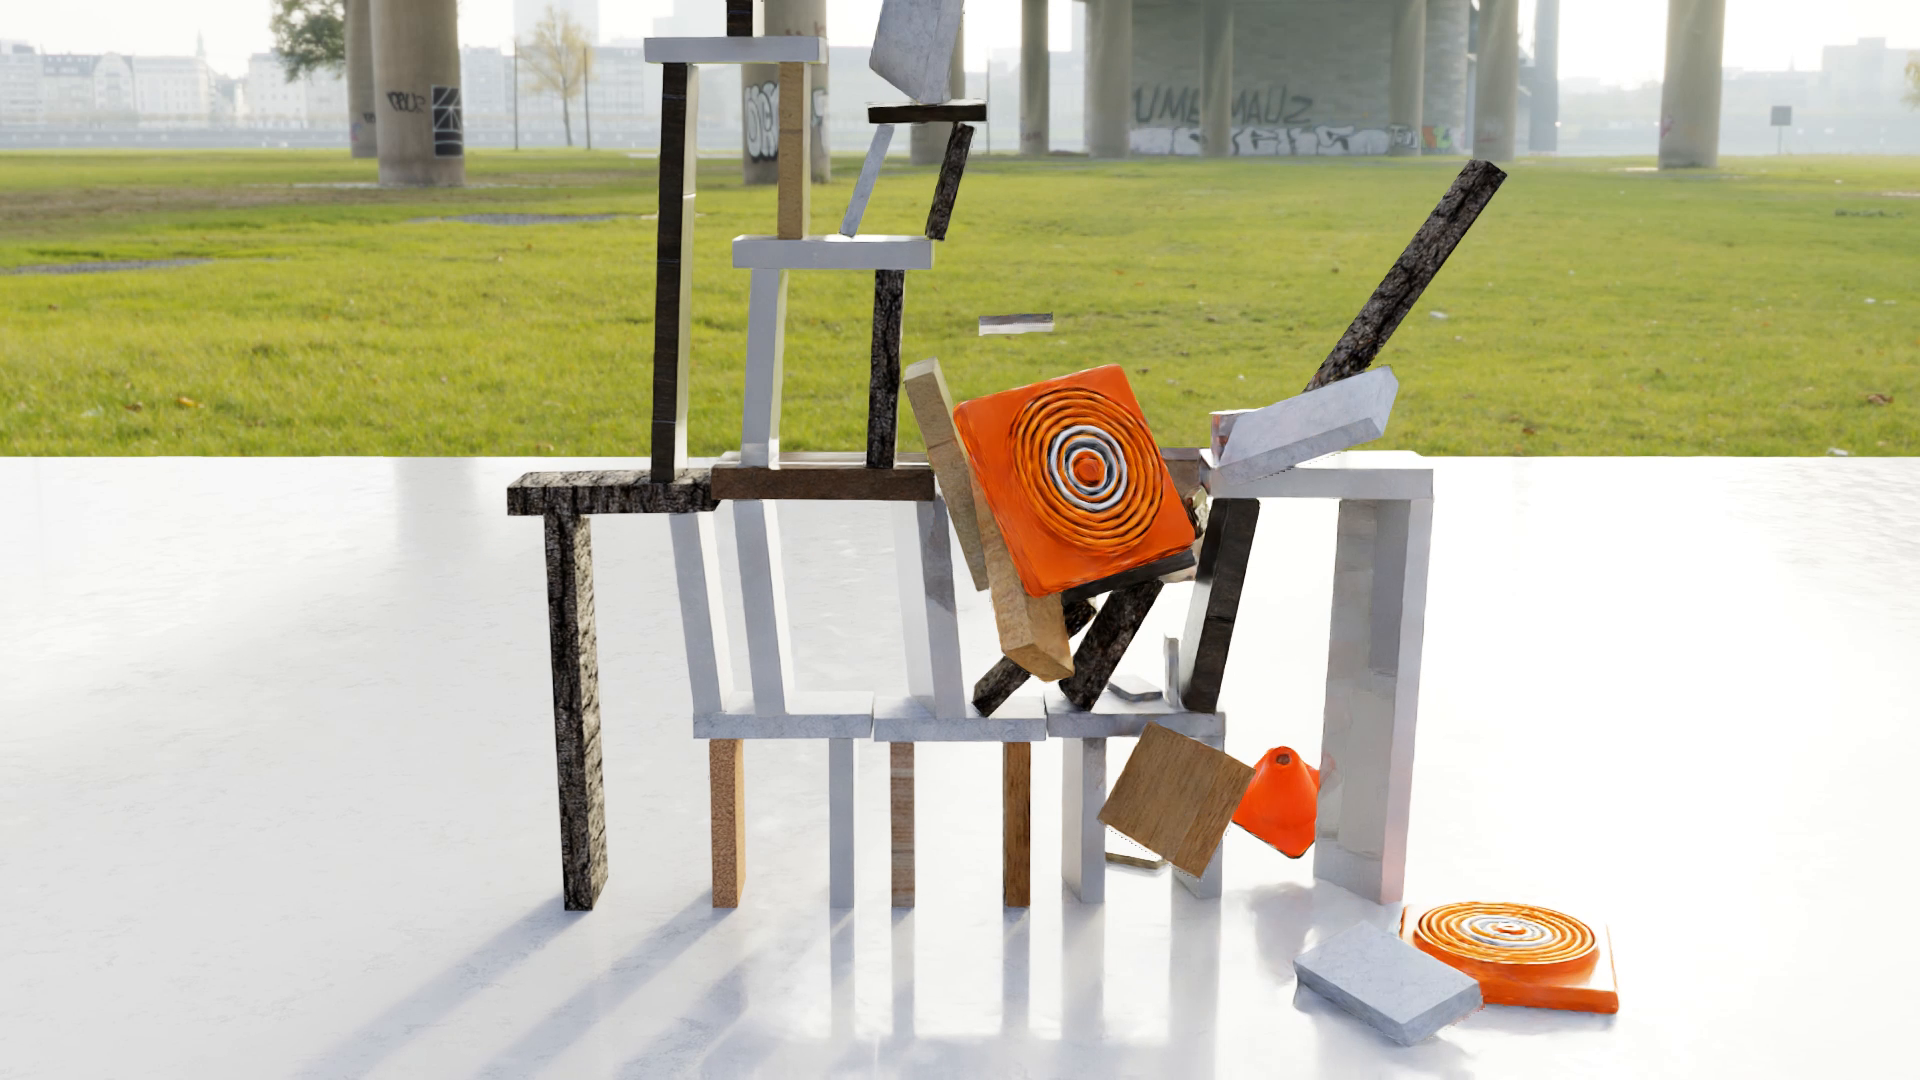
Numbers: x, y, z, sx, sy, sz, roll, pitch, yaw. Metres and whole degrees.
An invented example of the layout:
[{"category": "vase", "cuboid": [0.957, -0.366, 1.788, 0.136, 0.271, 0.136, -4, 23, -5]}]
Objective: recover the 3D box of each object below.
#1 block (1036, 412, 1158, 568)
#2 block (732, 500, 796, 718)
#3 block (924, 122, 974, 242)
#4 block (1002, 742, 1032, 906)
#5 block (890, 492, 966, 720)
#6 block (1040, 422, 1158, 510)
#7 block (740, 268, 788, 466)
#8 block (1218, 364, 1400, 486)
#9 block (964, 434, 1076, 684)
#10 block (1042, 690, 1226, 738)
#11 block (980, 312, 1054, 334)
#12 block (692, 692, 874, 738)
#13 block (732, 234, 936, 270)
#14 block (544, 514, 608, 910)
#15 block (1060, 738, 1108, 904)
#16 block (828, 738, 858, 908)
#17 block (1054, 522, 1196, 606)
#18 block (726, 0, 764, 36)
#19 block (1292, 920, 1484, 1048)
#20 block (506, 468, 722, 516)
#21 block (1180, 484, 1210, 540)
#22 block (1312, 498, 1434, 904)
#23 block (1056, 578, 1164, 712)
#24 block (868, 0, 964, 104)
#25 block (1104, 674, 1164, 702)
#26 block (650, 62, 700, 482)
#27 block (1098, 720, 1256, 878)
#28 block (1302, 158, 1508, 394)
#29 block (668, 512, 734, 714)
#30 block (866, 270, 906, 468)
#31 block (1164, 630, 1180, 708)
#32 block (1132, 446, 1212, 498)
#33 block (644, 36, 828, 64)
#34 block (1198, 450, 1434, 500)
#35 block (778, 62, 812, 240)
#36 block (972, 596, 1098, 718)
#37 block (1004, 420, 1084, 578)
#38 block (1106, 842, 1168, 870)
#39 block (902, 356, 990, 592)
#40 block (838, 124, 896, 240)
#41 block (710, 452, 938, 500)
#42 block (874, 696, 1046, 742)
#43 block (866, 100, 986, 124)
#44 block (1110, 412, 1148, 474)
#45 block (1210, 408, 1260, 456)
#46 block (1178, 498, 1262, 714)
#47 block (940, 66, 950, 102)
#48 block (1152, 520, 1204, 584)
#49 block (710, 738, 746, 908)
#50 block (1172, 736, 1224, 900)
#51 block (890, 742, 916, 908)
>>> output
[{"category": "block", "cuboid": [0.217, -0.081, 3.471, 0.115, 0.230, 0.033, -15, -14, -22]}, {"category": "block", "cuboid": [-0.317, 0.095, 3.570, 0.050, 0.351, 0.175, -5, 11, 1]}, {"category": "block", "cuboid": [-0.017, -0.558, 3.420, 0.026, 0.181, 0.090, 14, 10, -8]}, {"category": "block", "cuboid": [0.094, 0.451, 3.651, 0.040, 0.280, 0.140, 0, 11, -2]}, {"category": "block", "cuboid": [-0.054, 0.096, 3.588, 0.050, 0.359, 0.175, -9, 12, -15]}, {"category": "block", "cuboid": [0.200, -0.091, 3.669, 0.230, 0.115, 0.033, 33, -8, 22]}, {"category": "block", "cuboid": [-0.311, -0.282, 3.501, 0.044, 0.308, 0.154, 4, 11, 0]}, {"category": "block", "cuboid": [0.534, -0.175, 3.378, 0.270, 0.038, 0.135, -19, 29, 36]}, {"category": "block", "cuboid": [0.093, 0.030, 3.427, 0.050, 0.354, 0.177, -19, -26, 19]}, {"category": "block", "cuboid": [0.284, 0.285, 3.619, 0.288, 0.041, 0.144, 0, 11, -1]}, {"category": "block", "cuboid": [0.090, -0.347, 3.531, 0.118, 0.017, 0.059, -3, -8, 0]}, {"category": "block", "cuboid": [-0.288, 0.287, 3.614, 0.287, 0.041, 0.144, 0, 11, 0]}, {"category": "block", "cuboid": [-0.196, -0.454, 3.466, 0.308, 0.044, 0.154, 1, 11, 1]}, {"category": "block", "cuboid": [-0.628, 0.268, 3.609, 0.046, 0.654, 0.163, -1, 11, 0]}, {"category": "block", "cuboid": [0.206, 0.443, 3.671, 0.041, 0.288, 0.144, -2, 11, -11]}, {"category": "block", "cuboid": [-0.192, 0.448, 3.646, 0.041, 0.287, 0.144, 0, 11, 0]}, {"category": "block", "cuboid": [0.253, 0.040, 3.547, 0.241, 0.034, 0.121, -17, 19, 4]}, {"category": "block", "cuboid": [-0.330, -0.921, 3.379, 0.041, 0.290, 0.145, 1, 11, 2]}, {"category": "block", "cuboid": [0.617, 0.640, 3.189, 0.135, 0.038, 0.270, -23, 19, -21]}, {"category": "block", "cuboid": [-0.552, -0.078, 3.549, 0.326, 0.046, 0.163, -1, 11, 1]}, {"category": "block", "cuboid": [0.392, -0.047, 3.654, 0.020, 0.069, 0.138, -8, 9, 16]}, {"category": "block", "cuboid": [0.682, 0.248, 3.642, 0.050, 0.680, 0.175, -3, 11, -30]}, {"category": "block", "cuboid": [0.245, 0.155, 3.590, 0.034, 0.241, 0.121, 29, 5, -14]}, {"category": "block", "cuboid": [-0.043, -0.868, 3.306, 0.041, 0.389, 0.145, -8, 36, -36]}, {"category": "block", "cuboid": [0.287, 0.247, 3.665, 0.058, 0.016, 0.116, -5, 13, -21]}, {"category": "block", "cuboid": [-0.452, -0.423, 3.484, 0.038, 0.648, 0.134, 3, 11, 0]}, {"category": "block", "cuboid": [0.323, 0.388, 3.338, 0.050, 0.177, 0.354, 29, -4, -14]}, {"category": "block", "cuboid": [0.673, -0.363, 3.490, 0.038, 0.548, 0.135, 34, 10, -5]}, {"category": "block", "cuboid": [-0.419, 0.104, 3.578, 0.046, 0.326, 0.163, -6, 10, 2]}, {"category": "block", "cuboid": [-0.117, -0.280, 3.496, 0.044, 0.308, 0.154, 3, 11, 0]}, {"category": "block", "cuboid": [0.346, 0.209, 3.595, 0.016, 0.116, 0.058, -3, 11, -2]}, {"category": "block", "cuboid": [0.373, -0.118, 3.835, 0.204, 0.102, 0.029, -1, 52, -21]}, {"category": "block", "cuboid": [-0.346, -0.760, 3.414, 0.268, 0.038, 0.134, 0, 11, 2]}, {"category": "block", "cuboid": [0.570, -0.106, 3.542, 0.351, 0.050, 0.175, 0, 11, 0]}, {"category": "block", "cuboid": [-0.258, -0.609, 3.442, 0.038, 0.268, 0.134, 2, 11, 1]}, {"category": "block", "cuboid": [0.122, 0.179, 3.587, 0.250, 0.034, 0.121, -44, 6, 9]}, {"category": "block", "cuboid": [0.141, -0.067, 3.516, 0.033, 0.230, 0.115, -19, 12, 20]}, {"category": "block", "cuboid": [0.303, 0.550, 3.838, 0.116, 0.016, 0.058, 6, 12, 31]}, {"category": "block", "cuboid": [-0.006, -0.108, 3.503, 0.050, 0.354, 0.177, -18, 12, 5]}, {"category": "block", "cuboid": [-0.145, -0.564, 3.431, 0.026, 0.181, 0.090, 20, 15, -6]}, {"category": "block", "cuboid": [-0.212, -0.104, 3.530, 0.351, 0.050, 0.175, 0, 11, 1]}, {"category": "block", "cuboid": [-0.001, 0.294, 3.620, 0.280, 0.040, 0.140, 0, 11, -1]}, {"category": "block", "cuboid": [-0.053, -0.663, 3.403, 0.181, 0.026, 0.090, -2, 16, -4]}, {"category": "block", "cuboid": [0.245, -0.092, 3.745, 0.029, 0.250, 0.102, 28, -20, -26]}, {"category": "block", "cuboid": [0.471, -0.178, 3.597, 0.138, 0.069, 0.020, -7, 13, -32]}, {"category": "block", "cuboid": [0.417, 0.091, 3.584, 0.050, 0.351, 0.175, 10, 11, -3]}, {"category": "block", "cuboid": [-0.042, -0.740, 3.399, 0.059, 0.118, 0.017, 15, 23, 41]}, {"category": "block", "cuboid": [0.379, 0.019, 3.731, 0.029, 0.102, 0.204, 13, 7, 33]}, {"category": "block", "cuboid": [-0.385, 0.448, 3.645, 0.041, 0.287, 0.144, 0, 11, 0]}, {"category": "block", "cuboid": [0.398, 0.440, 3.688, 0.041, 0.288, 0.144, -3, 11, -13]}, {"category": "block", "cuboid": [-0.094, 0.452, 3.646, 0.040, 0.280, 0.140, 0, 11, 0]}]
